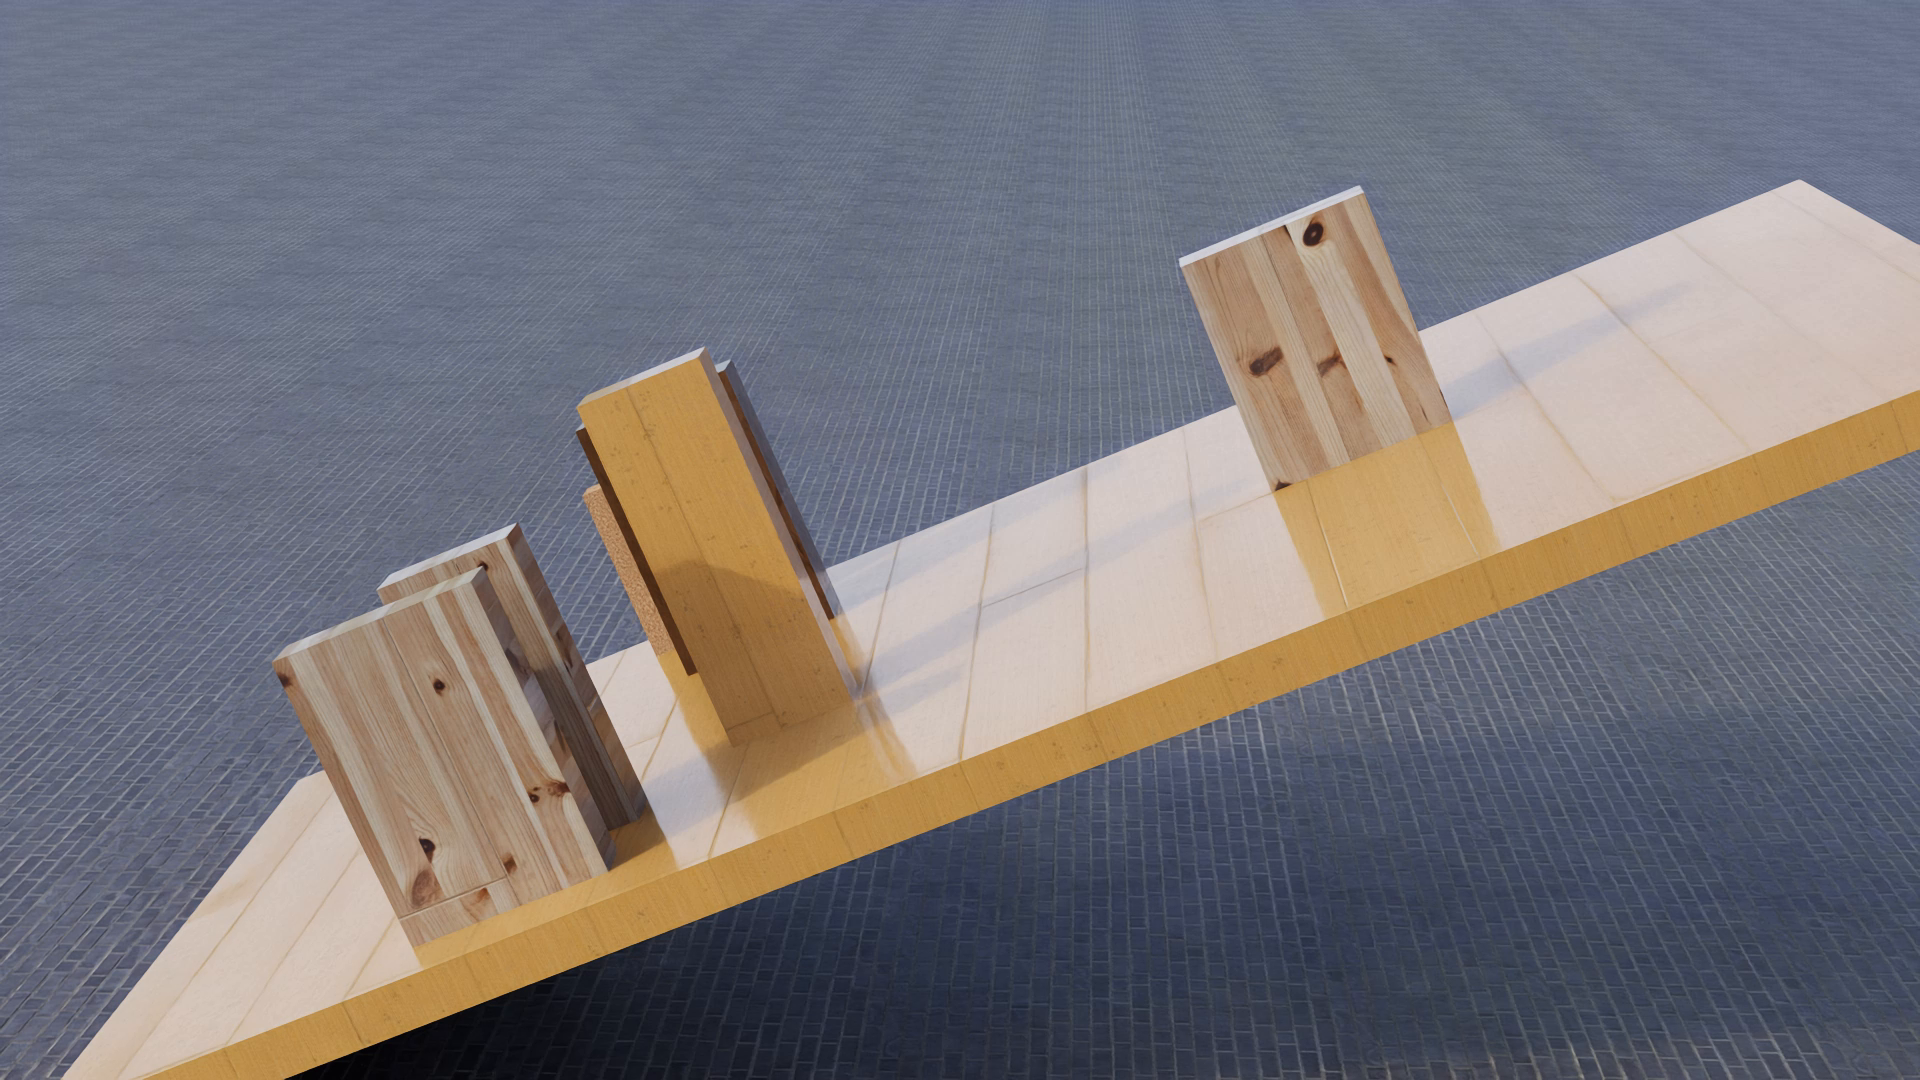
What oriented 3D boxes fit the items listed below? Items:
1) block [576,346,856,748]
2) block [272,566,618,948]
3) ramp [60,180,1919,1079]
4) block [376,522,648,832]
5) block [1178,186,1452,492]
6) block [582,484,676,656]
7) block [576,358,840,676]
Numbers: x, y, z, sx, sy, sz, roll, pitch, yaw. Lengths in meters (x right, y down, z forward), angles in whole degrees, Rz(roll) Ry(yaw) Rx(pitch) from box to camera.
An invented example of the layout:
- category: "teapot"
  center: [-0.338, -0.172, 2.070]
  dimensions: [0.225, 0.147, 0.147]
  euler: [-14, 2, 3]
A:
- category: "block"
  center: [-0.492, 0.017, 6.015]
  dimensions: [0.269, 0.775, 0.119]
  euler: [-22, 12, 8]
- category: "block"
  center: [-0.975, 0.415, 5.594]
  dimensions: [0.415, 0.616, 0.115]
  euler: [-22, 12, 8]
- category: "ramp"
  center: [0.128, 0.172, 6.287]
  dimensions: [4.000, 0.100, 2.000]
  euler: [-22, 12, 8]
- category: "block"
  center: [-0.885, 0.312, 5.846]
  dimensions: [0.282, 0.625, 0.119]
  euler: [-22, 12, 8]
- category: "block"
  center: [0.749, -0.422, 6.198]
  dimensions: [0.406, 0.520, 0.113]
  euler: [-22, 12, 8]
- category: "block"
  center: [-0.631, 0.003, 7.126]
  dimensions: [0.415, 0.435, 0.080]
  euler: [-22, 12, 8]
- category: "block"
  center: [-0.579, -0.051, 6.805]
  dimensions: [0.373, 0.628, 0.138]
  euler: [-22, 12, 8]
